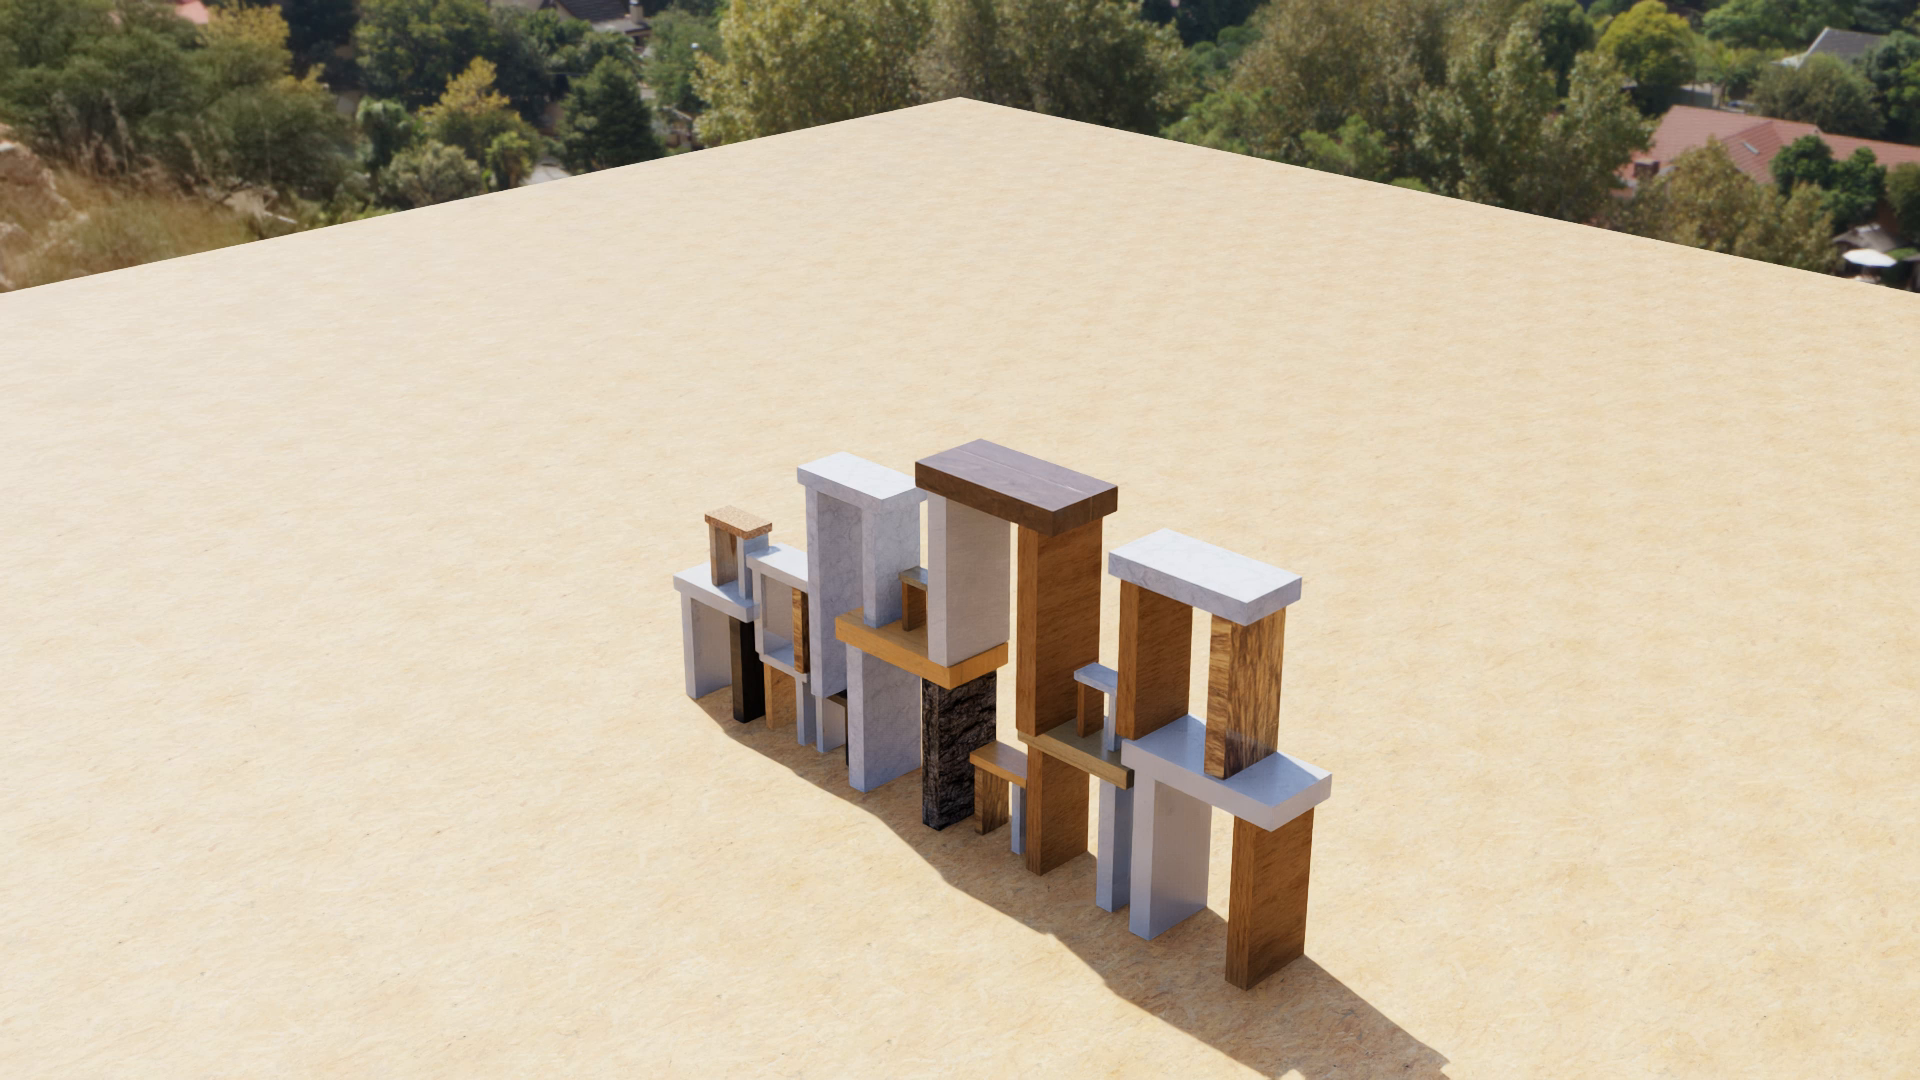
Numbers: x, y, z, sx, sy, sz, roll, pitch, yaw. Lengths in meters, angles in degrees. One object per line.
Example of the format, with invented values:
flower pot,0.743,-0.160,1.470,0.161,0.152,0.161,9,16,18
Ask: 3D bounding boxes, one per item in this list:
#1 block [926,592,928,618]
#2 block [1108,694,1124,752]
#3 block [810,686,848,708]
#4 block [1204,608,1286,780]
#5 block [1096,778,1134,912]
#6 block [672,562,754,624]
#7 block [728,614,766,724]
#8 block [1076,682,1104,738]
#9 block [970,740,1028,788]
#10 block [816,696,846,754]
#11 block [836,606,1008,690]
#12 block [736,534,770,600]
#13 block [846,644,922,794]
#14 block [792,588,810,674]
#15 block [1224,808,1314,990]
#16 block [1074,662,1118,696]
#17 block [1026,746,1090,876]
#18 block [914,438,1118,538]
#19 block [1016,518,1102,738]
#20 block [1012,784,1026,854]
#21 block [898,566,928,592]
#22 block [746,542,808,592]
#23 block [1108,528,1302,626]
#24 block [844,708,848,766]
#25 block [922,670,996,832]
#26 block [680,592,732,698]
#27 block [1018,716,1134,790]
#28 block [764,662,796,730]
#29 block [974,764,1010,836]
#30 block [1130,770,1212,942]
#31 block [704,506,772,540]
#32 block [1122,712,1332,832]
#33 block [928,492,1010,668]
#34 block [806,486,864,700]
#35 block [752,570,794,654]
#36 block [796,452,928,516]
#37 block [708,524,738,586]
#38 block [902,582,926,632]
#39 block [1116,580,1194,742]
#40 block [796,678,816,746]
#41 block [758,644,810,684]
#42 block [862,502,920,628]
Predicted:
block,-0.041,0.144,4.329,0.015,0.105,0.053,21,31,41
block,0.297,0.328,4.046,0.057,0.113,0.016,-21,31,-41
block,-0.242,0.320,4.629,0.138,0.020,0.069,21,31,41
block,0.493,0.249,3.798,0.043,0.304,0.152,21,31,41
block,0.318,0.548,4.119,0.039,0.273,0.136,21,31,41
block,-0.500,0.110,4.814,0.251,0.036,0.126,21,31,41
block,-0.441,0.265,4.816,0.036,0.251,0.126,21,31,41
block,0.244,0.307,4.095,0.057,0.113,0.016,-21,31,-41
block,0.099,0.439,4.309,0.152,0.022,0.076,21,31,41
block,-0.274,0.380,4.690,0.020,0.138,0.069,21,31,41
block,-0.078,0.200,4.391,0.328,0.046,0.164,21,31,41
block,-0.443,0.050,4.728,0.020,0.142,0.071,21,31,41
block,-0.155,0.342,4.535,0.046,0.328,0.164,21,31,41
block,-0.306,0.177,4.639,0.027,0.194,0.097,21,31,41
block,0.548,0.612,3.887,0.048,0.337,0.169,21,31,41
block,0.271,0.258,4.045,0.057,0.016,0.113,-21,31,-40
block,0.189,0.498,4.238,0.039,0.273,0.136,21,31,41
block,0.102,-0.100,4.075,0.352,0.050,0.176,21,31,41
block,0.184,0.146,4.089,0.176,0.415,0.050,-21,31,-40
block,0.135,0.533,4.310,0.022,0.152,0.076,21,31,41
block,-0.066,0.079,4.328,0.053,0.015,0.105,-21,31,-41
block,-0.351,0.057,4.638,0.097,0.027,0.194,-21,31,-40
block,0.421,0.061,3.797,0.304,0.043,0.152,21,31,40
block,-0.209,0.405,4.630,0.020,0.138,0.069,21,31,41
block,-0.001,0.402,4.393,0.046,0.328,0.164,21,31,41
block,-0.559,0.218,4.925,0.036,0.251,0.126,21,31,41
block,0.253,0.380,4.117,0.136,0.039,0.273,-21,31,-41
block,-0.388,0.328,4.788,0.078,0.157,0.022,-21,31,-40
block,0.064,0.505,4.376,0.022,0.152,0.076,21,31,41
block,0.389,0.550,4.033,0.048,0.338,0.169,21,31,41
block,-0.477,-0.038,4.727,0.142,0.020,0.071,21,31,41
block,0.468,0.403,3.885,0.337,0.048,0.169,21,31,41
block,0.018,0.052,4.229,0.050,0.352,0.176,21,31,41
block,-0.255,0.094,4.538,0.035,0.467,0.125,21,31,41
block,-0.397,0.141,4.723,0.097,0.194,0.027,-21,31,-40
block,-0.195,-0.114,4.386,0.250,0.035,0.125,21,31,41
block,-0.510,0.024,4.789,0.020,0.142,0.071,21,31,41
block,-0.091,0.125,4.374,0.015,0.105,0.053,21,31,41
block,0.349,0.193,3.931,0.152,0.304,0.043,-21,31,-41
block,-0.314,0.356,4.720,0.022,0.157,0.078,21,31,40
block,-0.351,0.260,4.719,0.078,0.022,0.157,-21,31,-40
block,-0.136,0.040,4.388,0.035,0.250,0.125,21,31,41
